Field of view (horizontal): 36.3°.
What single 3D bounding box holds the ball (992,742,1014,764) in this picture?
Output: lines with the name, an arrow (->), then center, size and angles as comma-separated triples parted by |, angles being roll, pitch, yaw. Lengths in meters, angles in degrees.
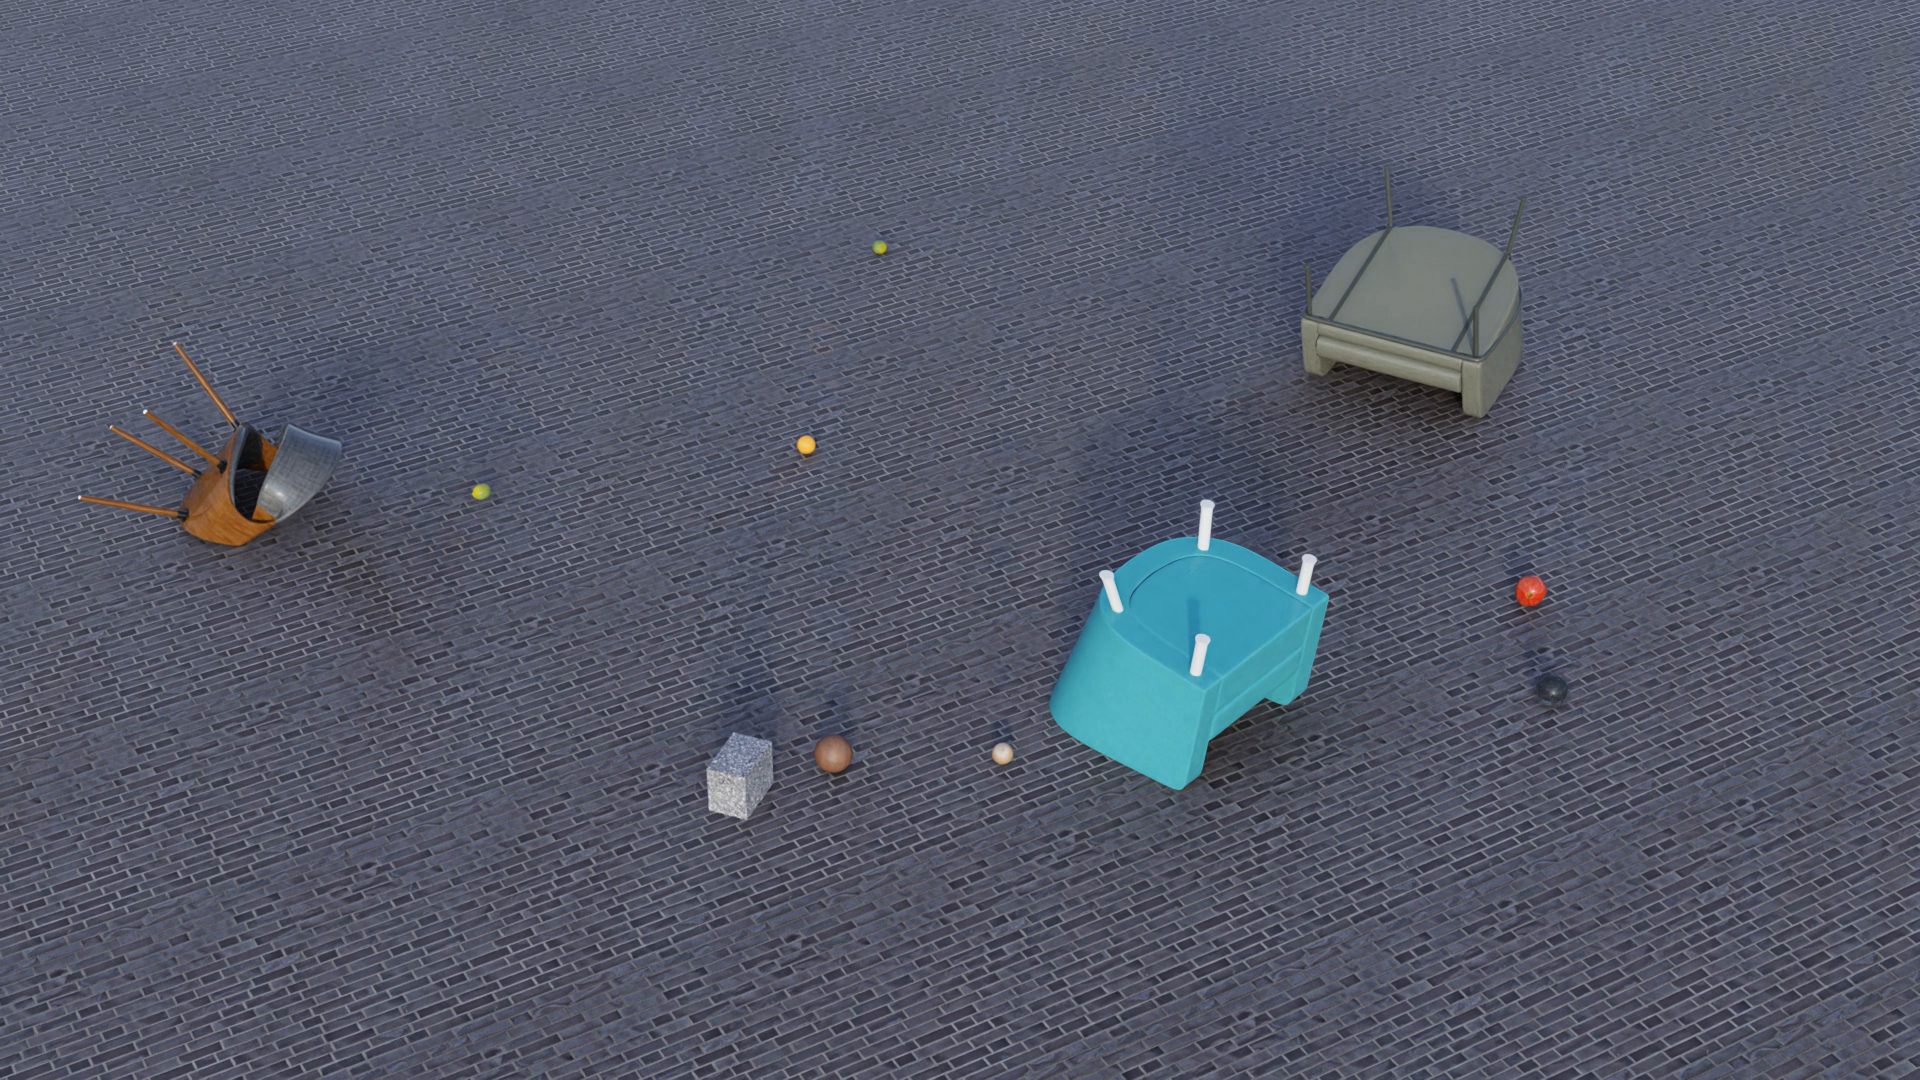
ball -> 0.143, 0.713, 9.795 | 0.074, 0.074, 0.074 | 0, 33, 0

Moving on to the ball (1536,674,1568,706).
ball -> 2.031, 0.516, 10.063 | 0.107, 0.107, 0.107 | 0, 33, 0

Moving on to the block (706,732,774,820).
block -> -0.720, 0.773, 9.614 | 0.137, 0.172, 0.210 | 12, 35, 18
